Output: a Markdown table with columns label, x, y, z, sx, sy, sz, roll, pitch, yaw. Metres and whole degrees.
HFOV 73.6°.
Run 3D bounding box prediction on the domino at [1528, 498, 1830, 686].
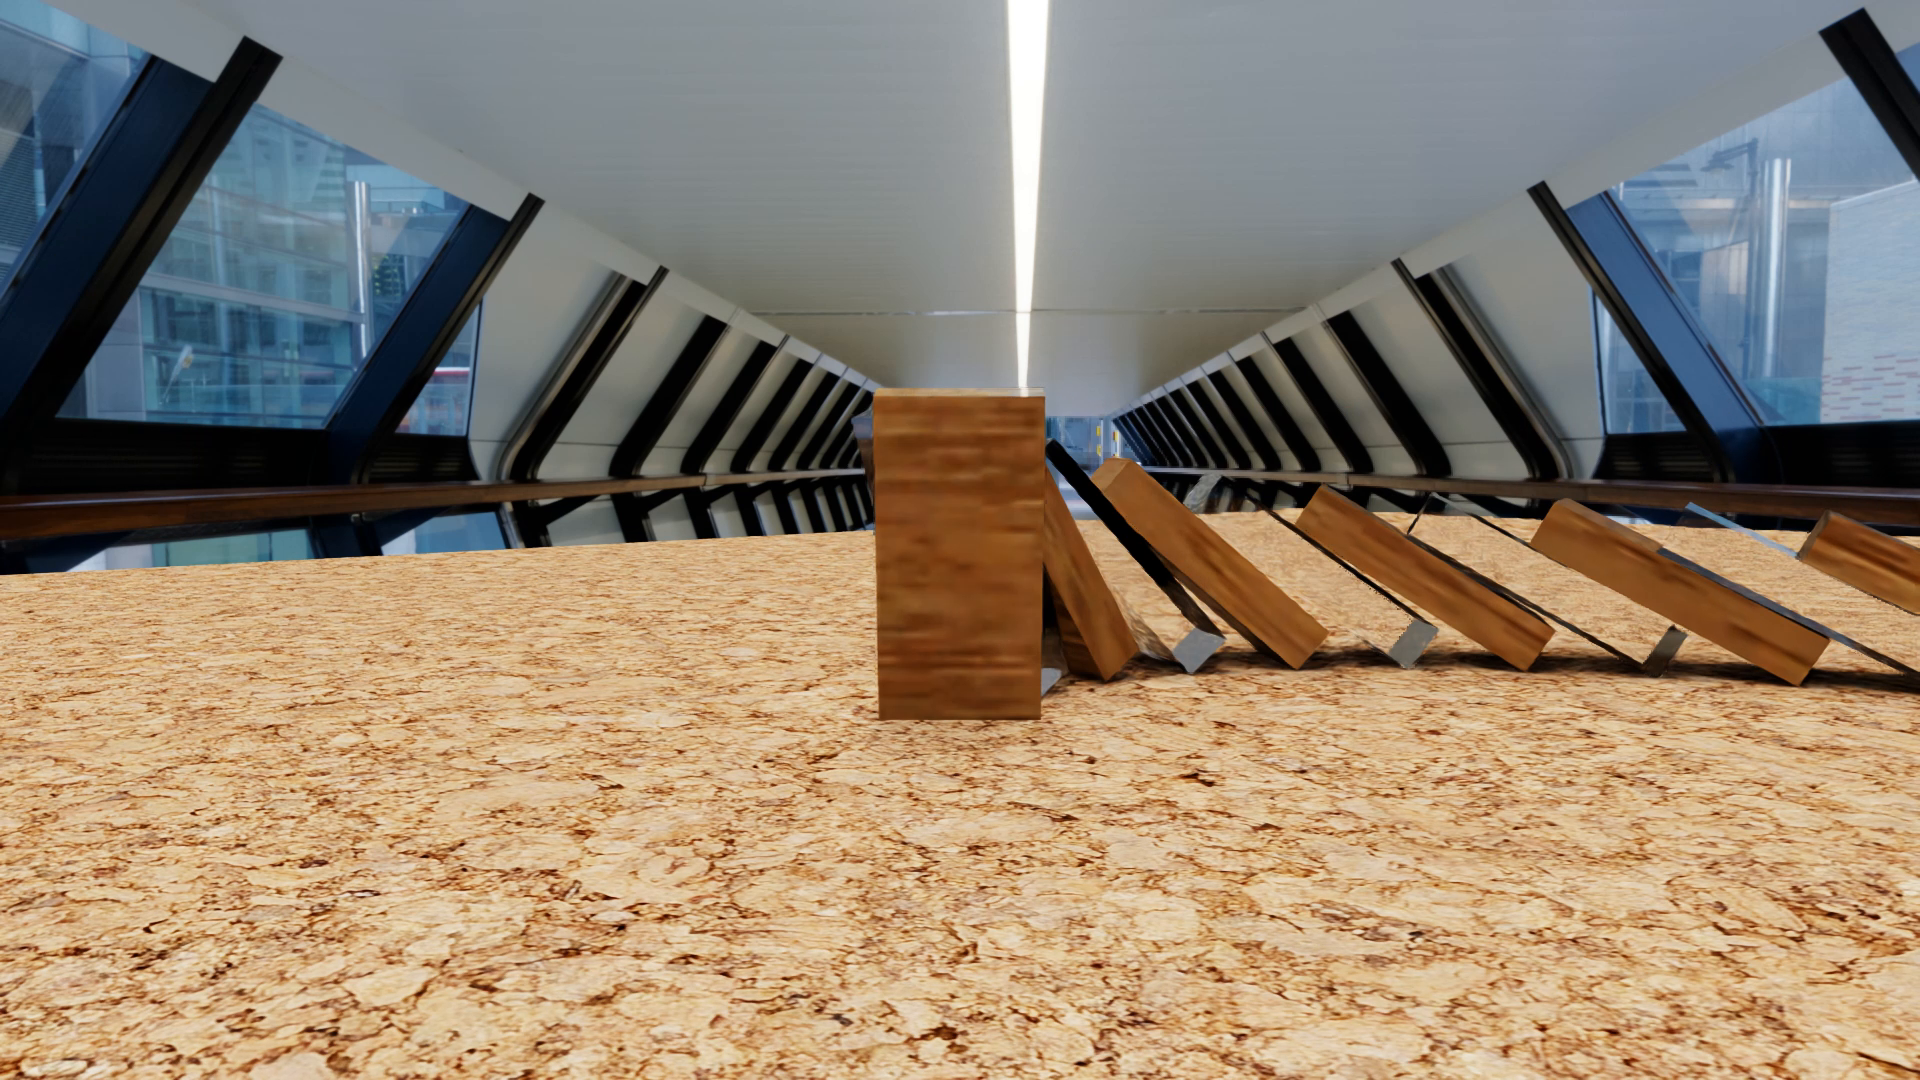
| label | x | y | z | sx | sy | sz | roll | pitch | yaw |
| --- | --- | --- | --- | --- | --- | --- | --- | --- | --- |
| domino | 0.136 | 0.009 | 0.244 | 0.050 | 0.010 | 0.025 | 33 | 19 | 24 |

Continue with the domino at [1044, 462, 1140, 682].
| label | x | y | z | sx | sy | sz | roll | pitch | yaw |
| --- | --- | --- | --- | --- | --- | --- | --- | --- | --- |
| domino | 0.011 | 0.001 | 0.231 | 0.010 | 0.050 | 0.025 | -40 | 23 | -26 |

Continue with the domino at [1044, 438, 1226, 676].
| label | x | y | z | sx | sy | sz | roll | pitch | yaw |
| --- | --- | --- | --- | --- | --- | --- | --- | --- | --- |
| domino | 0.027 | 0.002 | 0.244 | 0.010 | 0.050 | 0.025 | -43 | 11 | -6 |

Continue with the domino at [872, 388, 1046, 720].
| label | x | y | z | sx | sy | sz | roll | pitch | yaw |
| --- | --- | --- | --- | --- | --- | --- | --- | --- | --- |
| domino | 0.000 | 0.002 | 0.196 | 0.025 | 0.050 | 0.009 | 0 | 14 | 0 |

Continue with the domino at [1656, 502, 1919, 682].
| label | x | y | z | sx | sy | sz | roll | pitch | yaw |
| --- | --- | --- | --- | --- | --- | --- | --- | --- | --- |
| domino | 0.155 | 0.010 | 0.234 | 0.050 | 0.009 | 0.025 | 32 | 19 | 25 |

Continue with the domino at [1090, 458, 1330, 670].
| label | x | y | z | sx | sy | sz | roll | pitch | yaw |
| --- | --- | --- | --- | --- | --- | --- | --- | --- | --- |
| domino | 0.047 | 0.004 | 0.251 | 0.050 | 0.009 | 0.025 | 40 | 1 | -5 |

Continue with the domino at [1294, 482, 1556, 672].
| label | x | y | z | sx | sy | sz | roll | pitch | yaw |
| --- | --- | --- | --- | --- | --- | --- | --- | --- | --- |
| domino | 0.091 | 0.006 | 0.255 | 0.050 | 0.010 | 0.025 | 34 | 13 | 12 |

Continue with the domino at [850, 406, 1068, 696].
| label | x | y | z | sx | sy | sz | roll | pitch | yaw |
| --- | --- | --- | --- | --- | --- | --- | --- | --- | --- |
| domino | 0.000 | 0.001 | 0.215 | 0.025 | 0.050 | 0.009 | 3 | 26 | 38 |

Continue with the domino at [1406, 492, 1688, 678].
| label | x | y | z | sx | sy | sz | roll | pitch | yaw |
| --- | --- | --- | --- | --- | --- | --- | --- | --- | --- |
| domino | 0.112 | 0.008 | 0.250 | 0.050 | 0.010 | 0.025 | 32 | 14 | 15 |

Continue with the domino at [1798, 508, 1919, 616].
| label | x | y | z | sx | sy | sz | roll | pitch | yaw |
| --- | --- | --- | --- | --- | --- | --- | --- | --- | --- |
| domino | 0.174 | 0.011 | 0.222 | 0.050 | 0.010 | 0.025 | 32 | 19 | 26 |

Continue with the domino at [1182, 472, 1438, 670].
| label | x | y | z | sx | sy | sz | roll | pitch | yaw |
| --- | --- | --- | --- | --- | --- | --- | --- | --- | --- |
| domino | 0.068 | 0.005 | 0.254 | 0.050 | 0.009 | 0.025 | 35 | 5 | 0 |
